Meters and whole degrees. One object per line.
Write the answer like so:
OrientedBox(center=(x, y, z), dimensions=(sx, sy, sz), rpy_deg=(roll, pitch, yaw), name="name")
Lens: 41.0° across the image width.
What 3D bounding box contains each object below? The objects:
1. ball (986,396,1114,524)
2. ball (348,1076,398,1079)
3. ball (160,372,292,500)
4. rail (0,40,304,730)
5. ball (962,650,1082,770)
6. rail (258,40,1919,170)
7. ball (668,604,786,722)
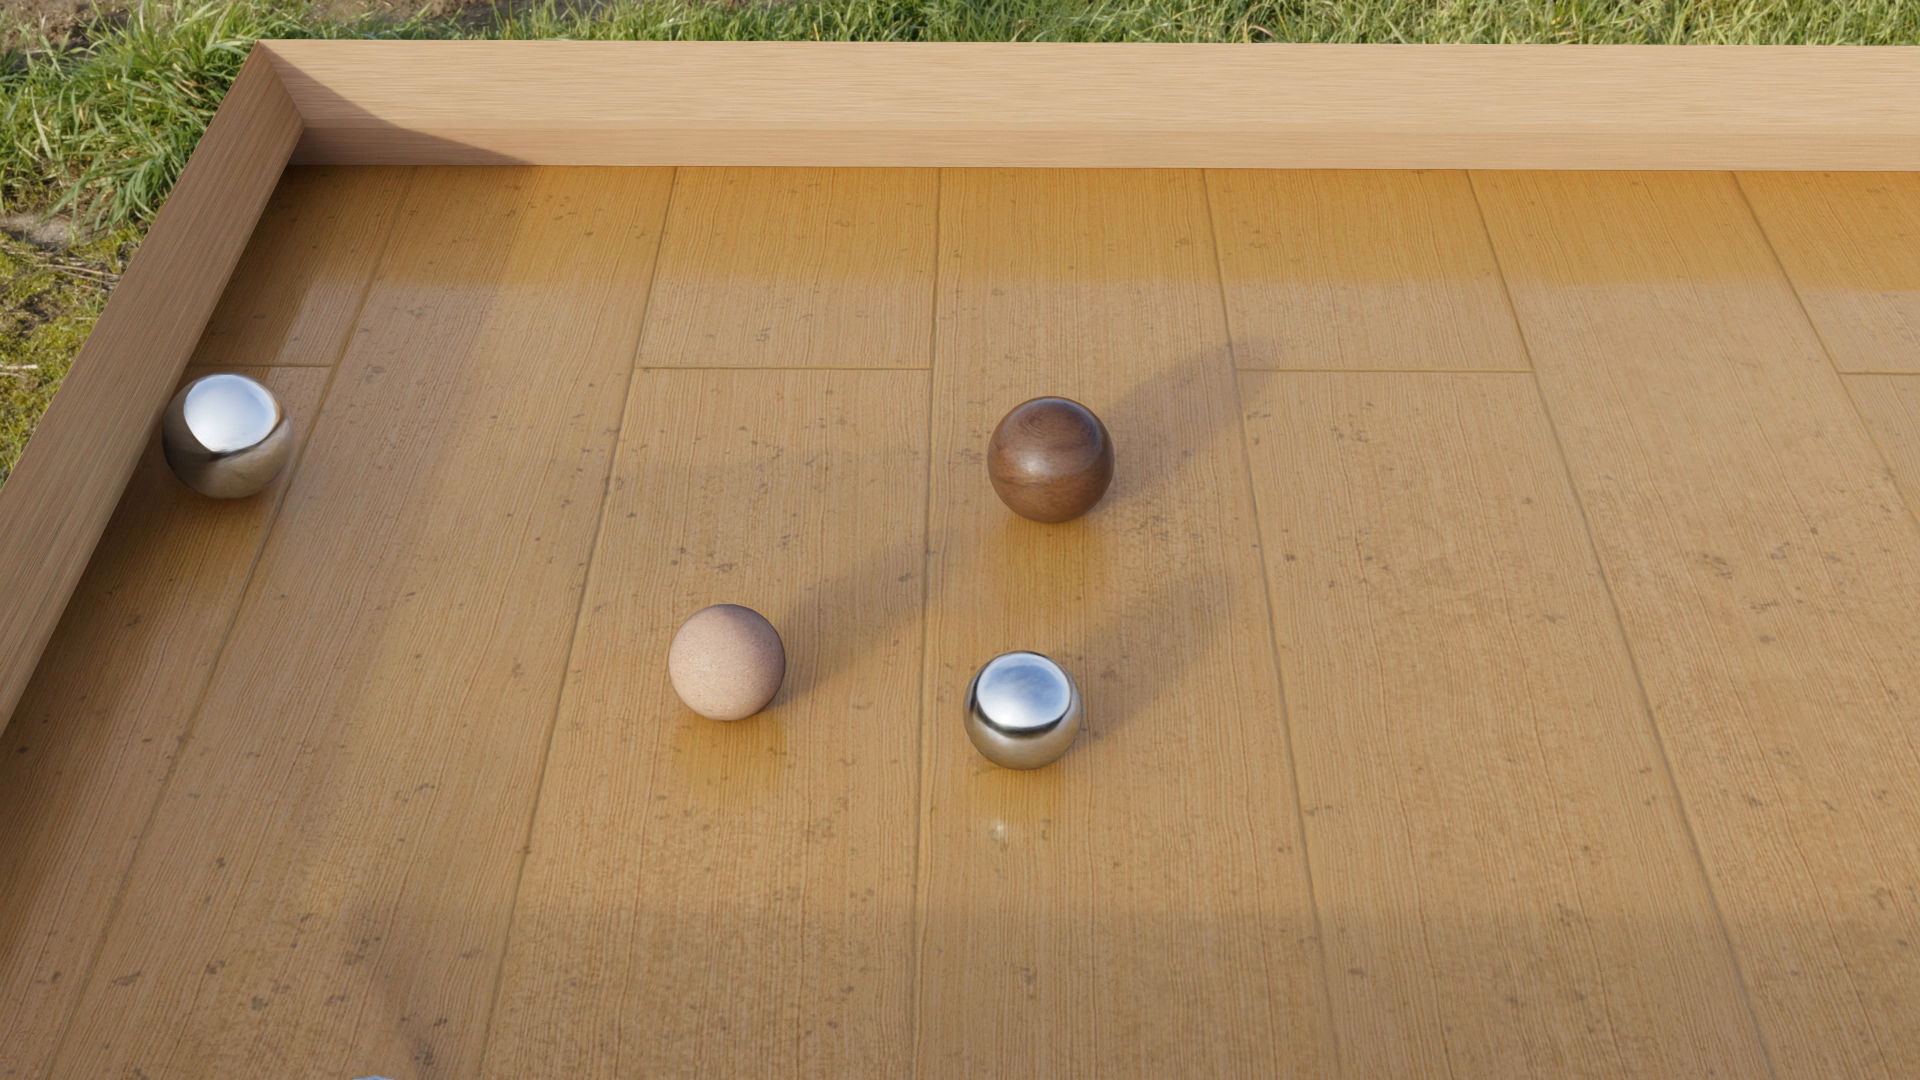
OrientedBox(center=(0.068, -0.060, 1.933), dimensions=(0.096, 0.096, 0.096), rpy_deg=(0, 35, 0), name="ball")
OrientedBox(center=(-0.315, 0.334, 1.367), dimensions=(0.096, 0.096, 0.096), rpy_deg=(0, 35, 0), name="ball")
OrientedBox(center=(-0.560, -0.079, 1.960), dimensions=(0.097, 0.097, 0.097), rpy_deg=(0, 35, 0), name="ball")
OrientedBox(center=(-0.635, -0.020, 1.847), dimensions=(0.045, 0.126, 1.373), rpy_deg=(0, 35, 0), name="rail")
OrientedBox(center=(0.041, 0.113, 1.699), dimensions=(0.080, 0.080, 0.080), rpy_deg=(0, 35, 0), name="ball")
OrientedBox(center=(0.665, -0.391, 2.381), dimensions=(2.634, 0.126, 0.045), rpy_deg=(0, 35, 0), name="rail")
OrientedBox(center=(-0.158, 0.083, 1.741), dimensions=(0.080, 0.080, 0.080), rpy_deg=(0, 35, 0), name="ball")
